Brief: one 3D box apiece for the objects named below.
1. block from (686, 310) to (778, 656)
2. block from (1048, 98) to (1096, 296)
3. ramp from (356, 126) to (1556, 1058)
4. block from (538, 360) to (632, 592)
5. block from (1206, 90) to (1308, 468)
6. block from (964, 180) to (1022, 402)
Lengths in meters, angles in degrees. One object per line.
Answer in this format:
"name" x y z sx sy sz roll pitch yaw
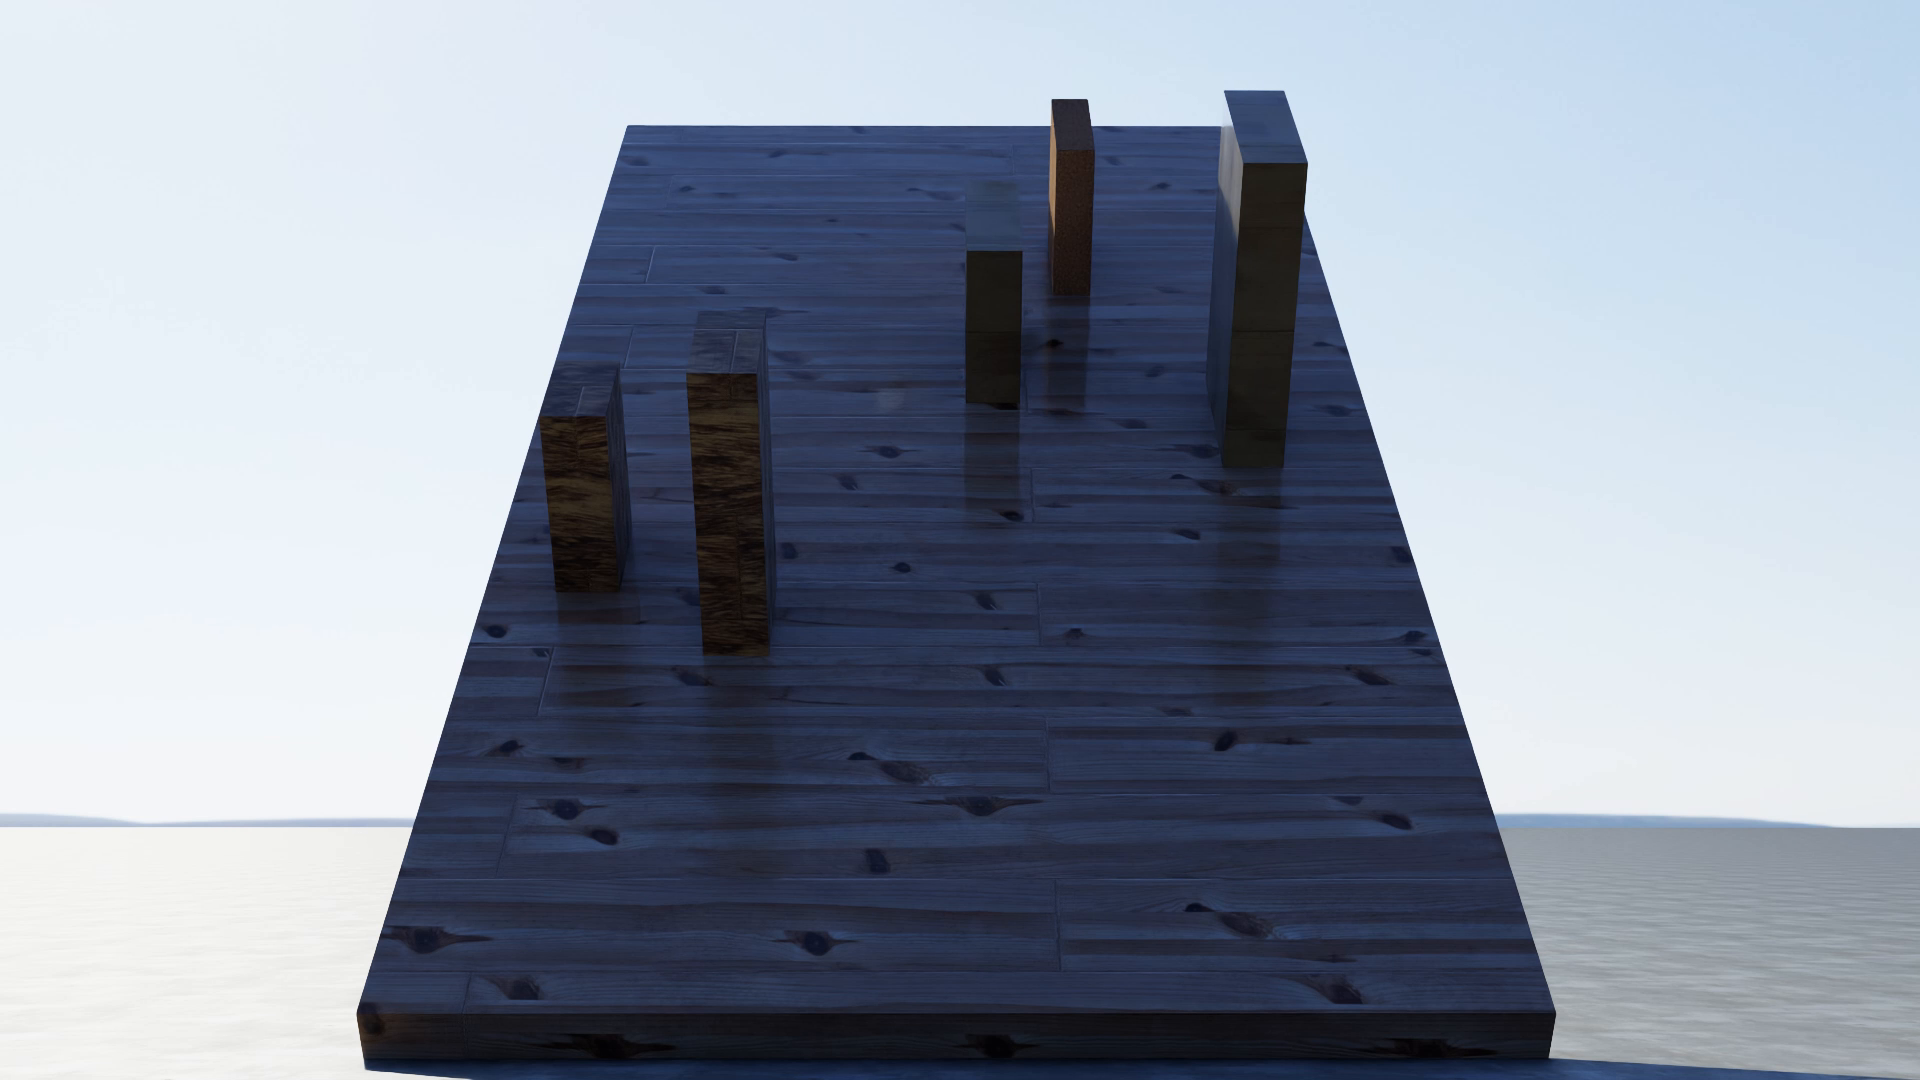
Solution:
"block" -0.456 -0.111 4.915 0.134 0.646 0.274 0 31 0
"block" 0.295 -0.917 6.489 0.099 0.409 0.365 0 31 0
"ramp" -0.014 -0.200 5.789 2.000 0.100 4.000 0 31 0
"block" -0.792 -0.135 5.169 0.135 0.422 0.249 0 31 0
"block" 0.680 -0.606 5.639 0.141 0.754 0.440 0 31 0
"block" 0.080 -0.615 5.991 0.132 0.403 0.423 0 31 0
